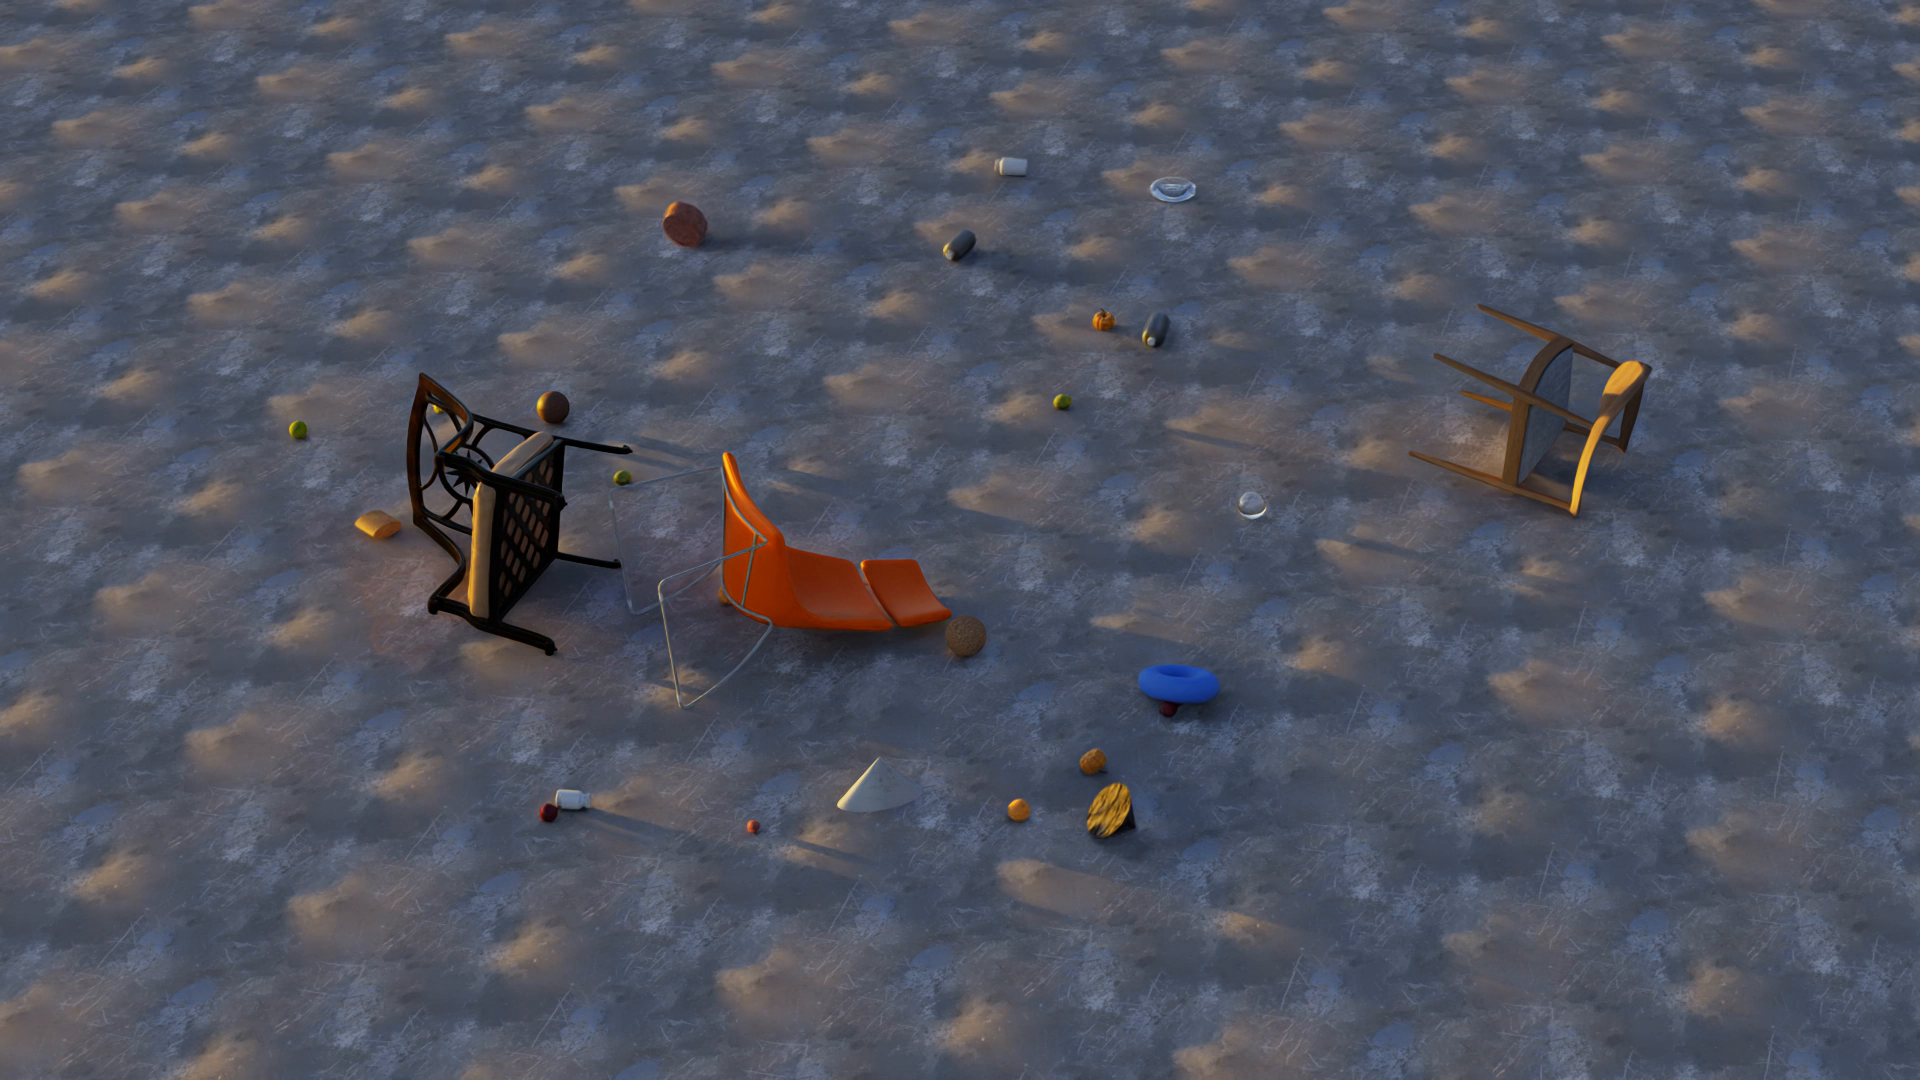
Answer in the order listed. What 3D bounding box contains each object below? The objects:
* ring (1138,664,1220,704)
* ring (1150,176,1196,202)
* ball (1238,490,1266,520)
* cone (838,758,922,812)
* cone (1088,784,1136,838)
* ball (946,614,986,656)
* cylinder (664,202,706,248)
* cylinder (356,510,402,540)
[{"bbox_3d":[0.754,0.495,10.077,0.297,0.090,0.225,9,15,32],"label":"ring"},{"bbox_3d":[0.966,-1.593,13.319,0.213,0.049,0.207,-11,34,-17],"label":"ring"},{"bbox_3d":[1.099,-0.130,11.043,0.109,0.109,0.109,0,33,0],"label":"ball"},{"bbox_3d":[-0.262,0.777,9.610,0.291,0.170,0.128,-10,35,-15],"label":"cone"},{"bbox_3d":[0.527,0.903,9.503,0.121,0.194,0.232,33,-1,-25],"label":"cone"},{"bbox_3d":[0.021,0.336,10.302,0.146,0.146,0.146,0,33,0],"label":"ball"},{"bbox_3d":[-1.208,-1.387,12.903,0.191,0.137,0.122,37,29,-18],"label":"cylinder"},{"bbox_3d":[-2.178,-0.057,10.978,0.113,0.058,0.130,27,38,35],"label":"cylinder"}]
